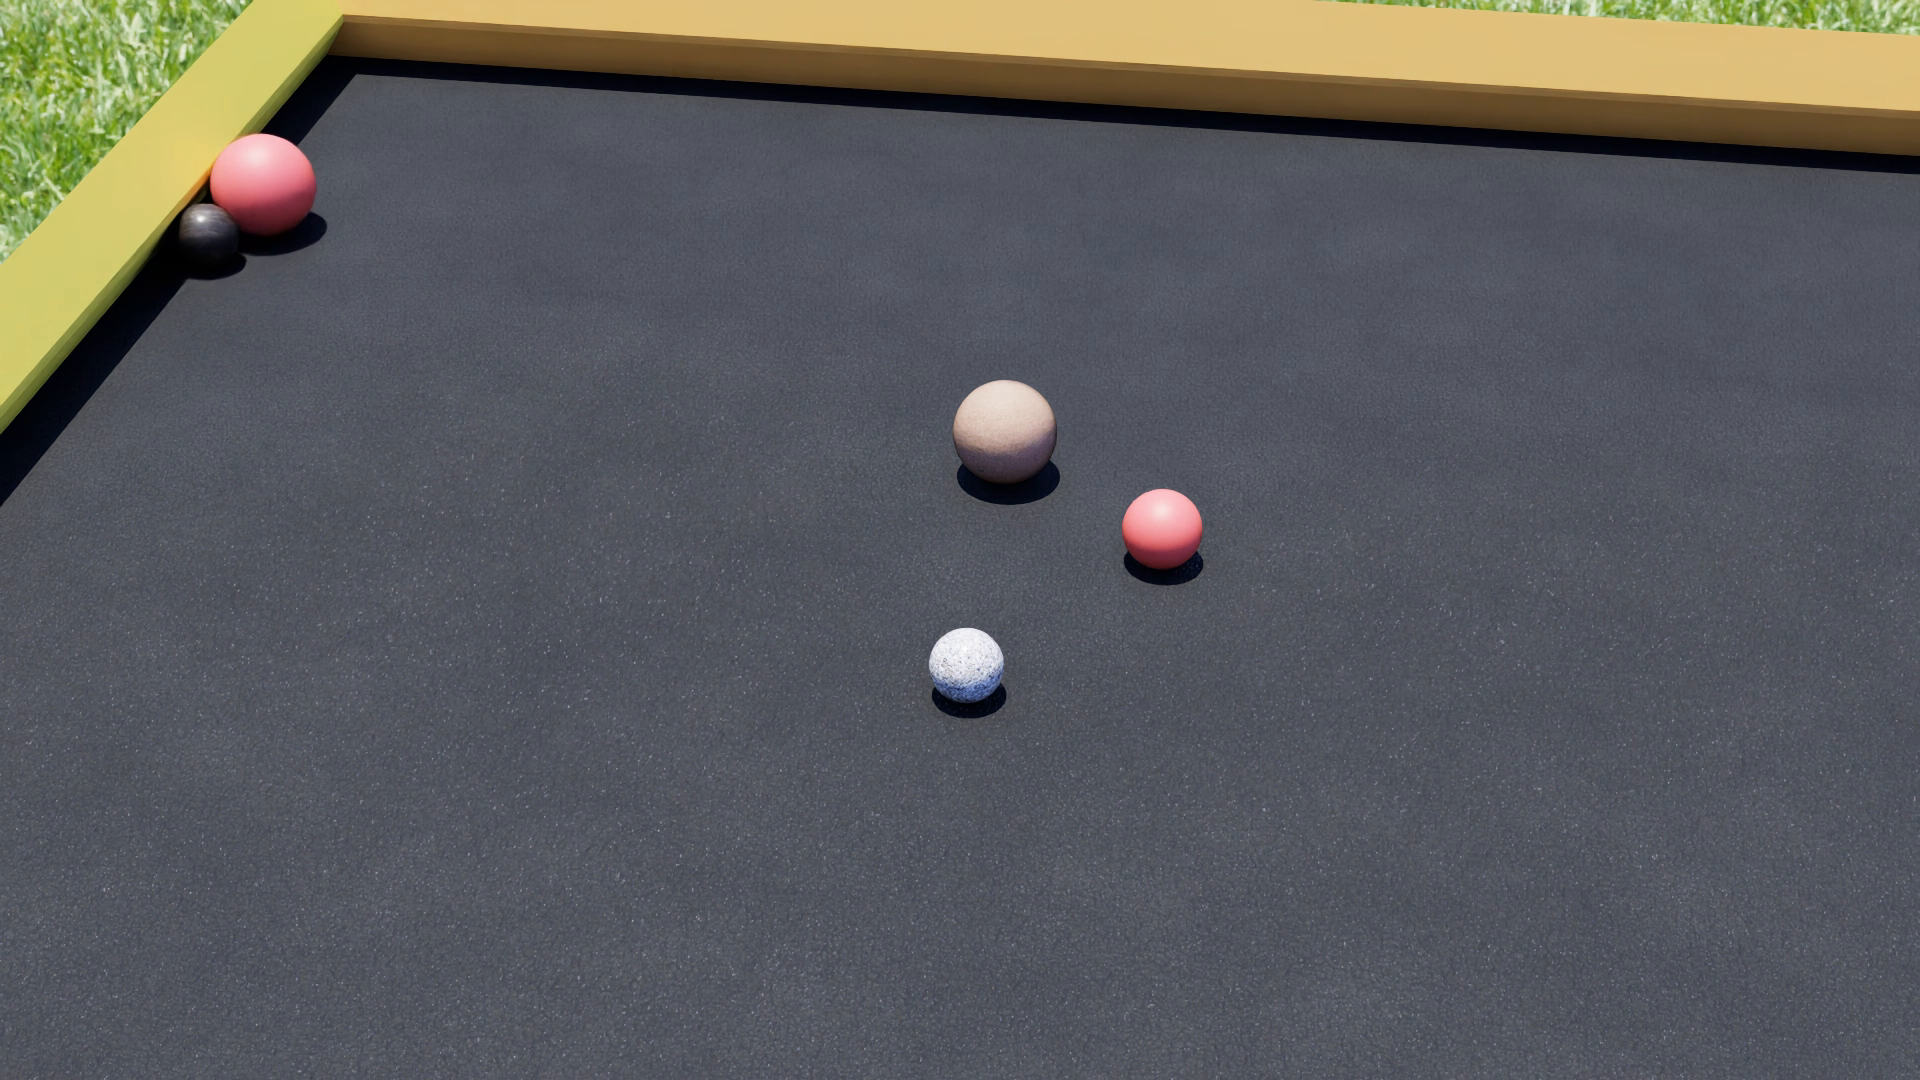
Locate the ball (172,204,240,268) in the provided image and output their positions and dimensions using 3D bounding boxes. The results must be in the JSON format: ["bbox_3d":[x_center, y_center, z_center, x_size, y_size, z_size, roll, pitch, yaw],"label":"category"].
[{"bbox_3d":[-0.687,-0.277,2.336,0.059,0.059,0.059,0,35,0],"label":"ball"}]

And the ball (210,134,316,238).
[{"bbox_3d":[-0.646,-0.328,2.380,0.095,0.095,0.095,0,35,0],"label":"ball"}]

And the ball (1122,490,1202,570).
[{"bbox_3d":[0.153,-0.008,1.945,0.061,0.061,0.061,0,35,0],"label":"ball"}]

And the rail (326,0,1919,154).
[{"bbox_3d":[0.929,-0.421,2.488,3.258,0.124,0.045,5,35,7],"label":"rail"}]

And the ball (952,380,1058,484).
[{"bbox_3d":[0.036,-0.086,2.038,0.083,0.083,0.083,0,35,0],"label":"ball"}]

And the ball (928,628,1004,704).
[{"bbox_3d":[0.005,0.089,1.811,0.054,0.054,0.054,0,35,0],"label":"ball"}]

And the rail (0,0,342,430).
[{"bbox_3d":[-0.782,-0.089,2.005,0.045,0.124,1.712,5,35,7],"label":"rail"}]
